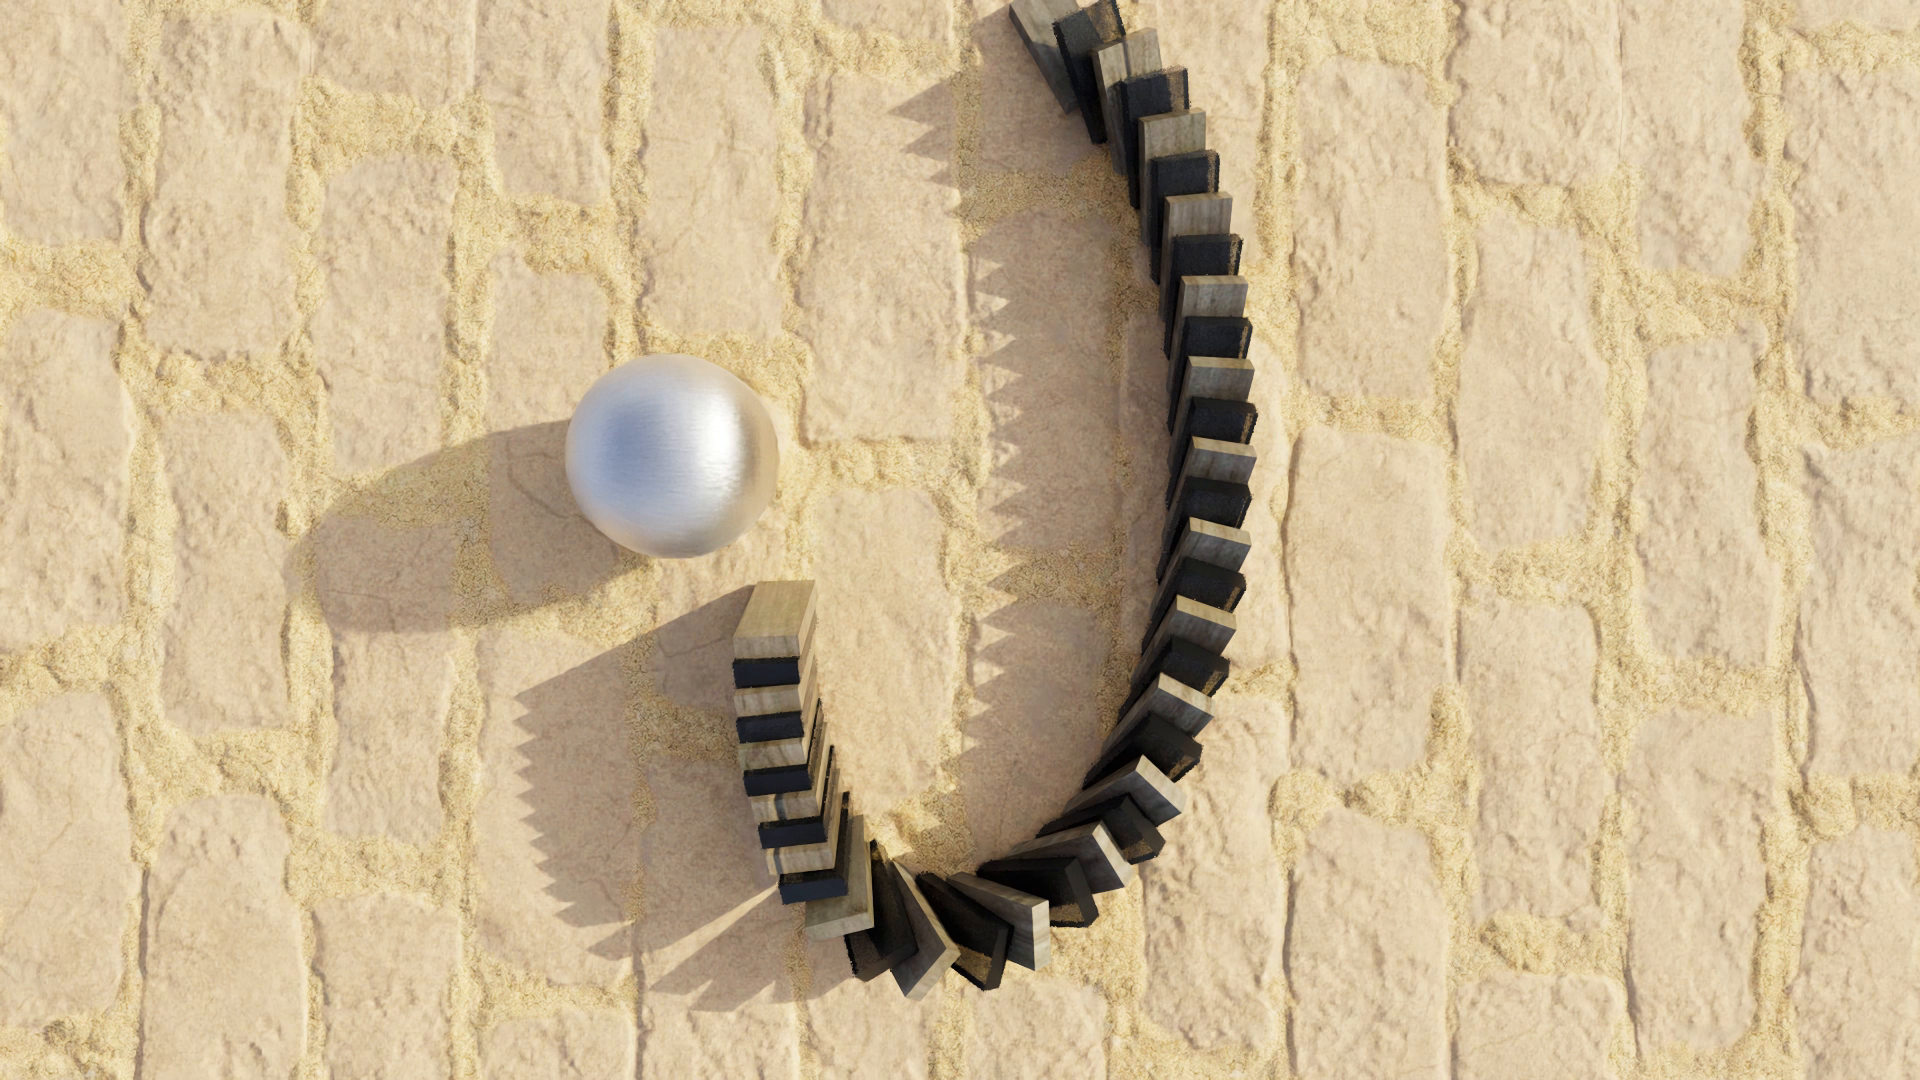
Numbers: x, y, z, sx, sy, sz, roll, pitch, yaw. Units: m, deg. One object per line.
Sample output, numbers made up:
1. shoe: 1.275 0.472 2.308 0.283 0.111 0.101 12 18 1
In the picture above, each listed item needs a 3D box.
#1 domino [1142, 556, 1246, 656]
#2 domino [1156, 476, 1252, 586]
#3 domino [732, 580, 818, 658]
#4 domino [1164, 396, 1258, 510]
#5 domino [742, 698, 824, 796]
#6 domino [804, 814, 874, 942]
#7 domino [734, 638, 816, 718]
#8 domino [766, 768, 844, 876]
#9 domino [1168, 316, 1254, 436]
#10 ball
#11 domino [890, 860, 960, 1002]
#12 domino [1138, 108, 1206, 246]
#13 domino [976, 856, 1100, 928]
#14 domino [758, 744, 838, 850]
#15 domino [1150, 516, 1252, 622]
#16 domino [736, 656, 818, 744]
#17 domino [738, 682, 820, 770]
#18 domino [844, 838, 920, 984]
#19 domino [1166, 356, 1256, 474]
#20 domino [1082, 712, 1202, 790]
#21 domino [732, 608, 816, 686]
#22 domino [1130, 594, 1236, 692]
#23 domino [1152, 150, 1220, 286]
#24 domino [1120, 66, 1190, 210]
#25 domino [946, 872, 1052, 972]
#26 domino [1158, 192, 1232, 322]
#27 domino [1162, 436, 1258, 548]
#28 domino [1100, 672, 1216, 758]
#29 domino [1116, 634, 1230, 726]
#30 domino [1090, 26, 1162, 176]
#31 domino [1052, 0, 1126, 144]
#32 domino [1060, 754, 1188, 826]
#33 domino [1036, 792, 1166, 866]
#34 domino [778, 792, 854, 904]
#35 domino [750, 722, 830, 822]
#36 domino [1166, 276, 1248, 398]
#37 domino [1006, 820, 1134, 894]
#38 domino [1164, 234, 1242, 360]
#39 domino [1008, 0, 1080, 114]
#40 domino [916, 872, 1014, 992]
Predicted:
1. domino: 0.096 0.032 0.381 0.025 0.010 0.050 17 127 0
2. domino: 0.101 -0.001 0.381 0.025 0.009 0.050 9 126 0
3. domino: -0.075 0.032 0.375 0.025 0.050 0.009 -2 113 0
4. domino: 0.104 -0.034 0.381 0.025 0.010 0.050 7 126 0
5. domino: -0.071 0.084 0.375 0.025 0.050 0.009 -6 113 0
6. domino: -0.050 0.138 0.376 0.025 0.050 0.010 -14 121 0
7. domino: -0.075 0.053 0.375 0.025 0.050 0.009 -6 113 0
8. domino: -0.063 0.114 0.375 0.025 0.050 0.009 -6 113 0
9. domino: 0.103 -0.067 0.382 0.025 0.009 0.050 1 126 0
10. ball: -0.112 -0.032 0.360 0.080 0.080 0.080 0 90 0
11. domino: -0.022 0.160 0.378 0.025 0.050 0.010 -49 129 0
12. domino: 0.088 -0.150 0.381 0.025 0.009 0.050 -11 126 -1
13. domino: 0.031 0.146 0.380 0.050 0.009 0.025 -21 90 43
14. domino: -0.065 0.104 0.375 0.025 0.050 0.009 -6 113 0
15. domino: 0.099 0.016 0.381 0.025 0.010 0.050 14 127 0
16. domino: -0.074 0.063 0.375 0.025 0.050 0.009 -6 113 0
17. domino: -0.073 0.074 0.375 0.025 0.050 0.009 -6 113 0
18. domino: -0.037 0.152 0.378 0.025 0.050 0.010 -31 131 0
19. domino: 0.104 -0.051 0.381 0.025 0.010 0.050 3 126 0
20. domino: 0.075 0.095 0.381 0.025 0.010 0.050 33 128 0
21. domino: -0.075 0.042 0.375 0.025 0.050 0.010 -2 113 0
22. domino: 0.092 0.048 0.381 0.025 0.009 0.050 19 127 0
23. domino: 0.093 -0.134 0.382 0.025 0.009 0.050 -8 126 0
24. domino: 0.082 -0.167 0.381 0.025 0.010 0.050 -15 126 -1
25. domino: 0.015 0.156 0.379 0.009 0.050 0.025 -3 90 -43
26. domino: 0.097 -0.117 0.382 0.025 0.010 0.050 -5 126 0
27. domino: 0.103 -0.017 0.381 0.025 0.009 0.050 9 126 0
28. domino: 0.082 0.079 0.381 0.025 0.010 0.050 28 127 0
29. domino: 0.088 0.064 0.381 0.025 0.009 0.050 25 127 0
30. domino: 0.073 -0.182 0.381 0.025 0.009 0.050 -22 126 -1
31. domino: 0.060 -0.196 0.383 0.025 0.010 0.050 -28 120 0
32. domino: 0.067 0.111 0.380 0.025 0.009 0.050 43 130 0
33. domino: 0.057 0.124 0.380 0.050 0.010 0.025 -36 91 40
34. domino: -0.058 0.125 0.375 0.025 0.050 0.010 -8 114 0
35. domino: -0.068 0.094 0.375 0.025 0.050 0.009 -6 113 0
36. domino: 0.102 -0.084 0.382 0.025 0.010 0.050 -1 126 0
37. domino: 0.045 0.135 0.380 0.050 0.009 0.025 -32 90 40
38. domino: 0.100 -0.100 0.382 0.025 0.010 0.050 -3 126 0
39. domino: 0.045 -0.213 0.395 0.025 0.010 0.050 -30 90 0
40. domino: -0.002 0.161 0.379 0.010 0.050 0.025 14 90 -45
